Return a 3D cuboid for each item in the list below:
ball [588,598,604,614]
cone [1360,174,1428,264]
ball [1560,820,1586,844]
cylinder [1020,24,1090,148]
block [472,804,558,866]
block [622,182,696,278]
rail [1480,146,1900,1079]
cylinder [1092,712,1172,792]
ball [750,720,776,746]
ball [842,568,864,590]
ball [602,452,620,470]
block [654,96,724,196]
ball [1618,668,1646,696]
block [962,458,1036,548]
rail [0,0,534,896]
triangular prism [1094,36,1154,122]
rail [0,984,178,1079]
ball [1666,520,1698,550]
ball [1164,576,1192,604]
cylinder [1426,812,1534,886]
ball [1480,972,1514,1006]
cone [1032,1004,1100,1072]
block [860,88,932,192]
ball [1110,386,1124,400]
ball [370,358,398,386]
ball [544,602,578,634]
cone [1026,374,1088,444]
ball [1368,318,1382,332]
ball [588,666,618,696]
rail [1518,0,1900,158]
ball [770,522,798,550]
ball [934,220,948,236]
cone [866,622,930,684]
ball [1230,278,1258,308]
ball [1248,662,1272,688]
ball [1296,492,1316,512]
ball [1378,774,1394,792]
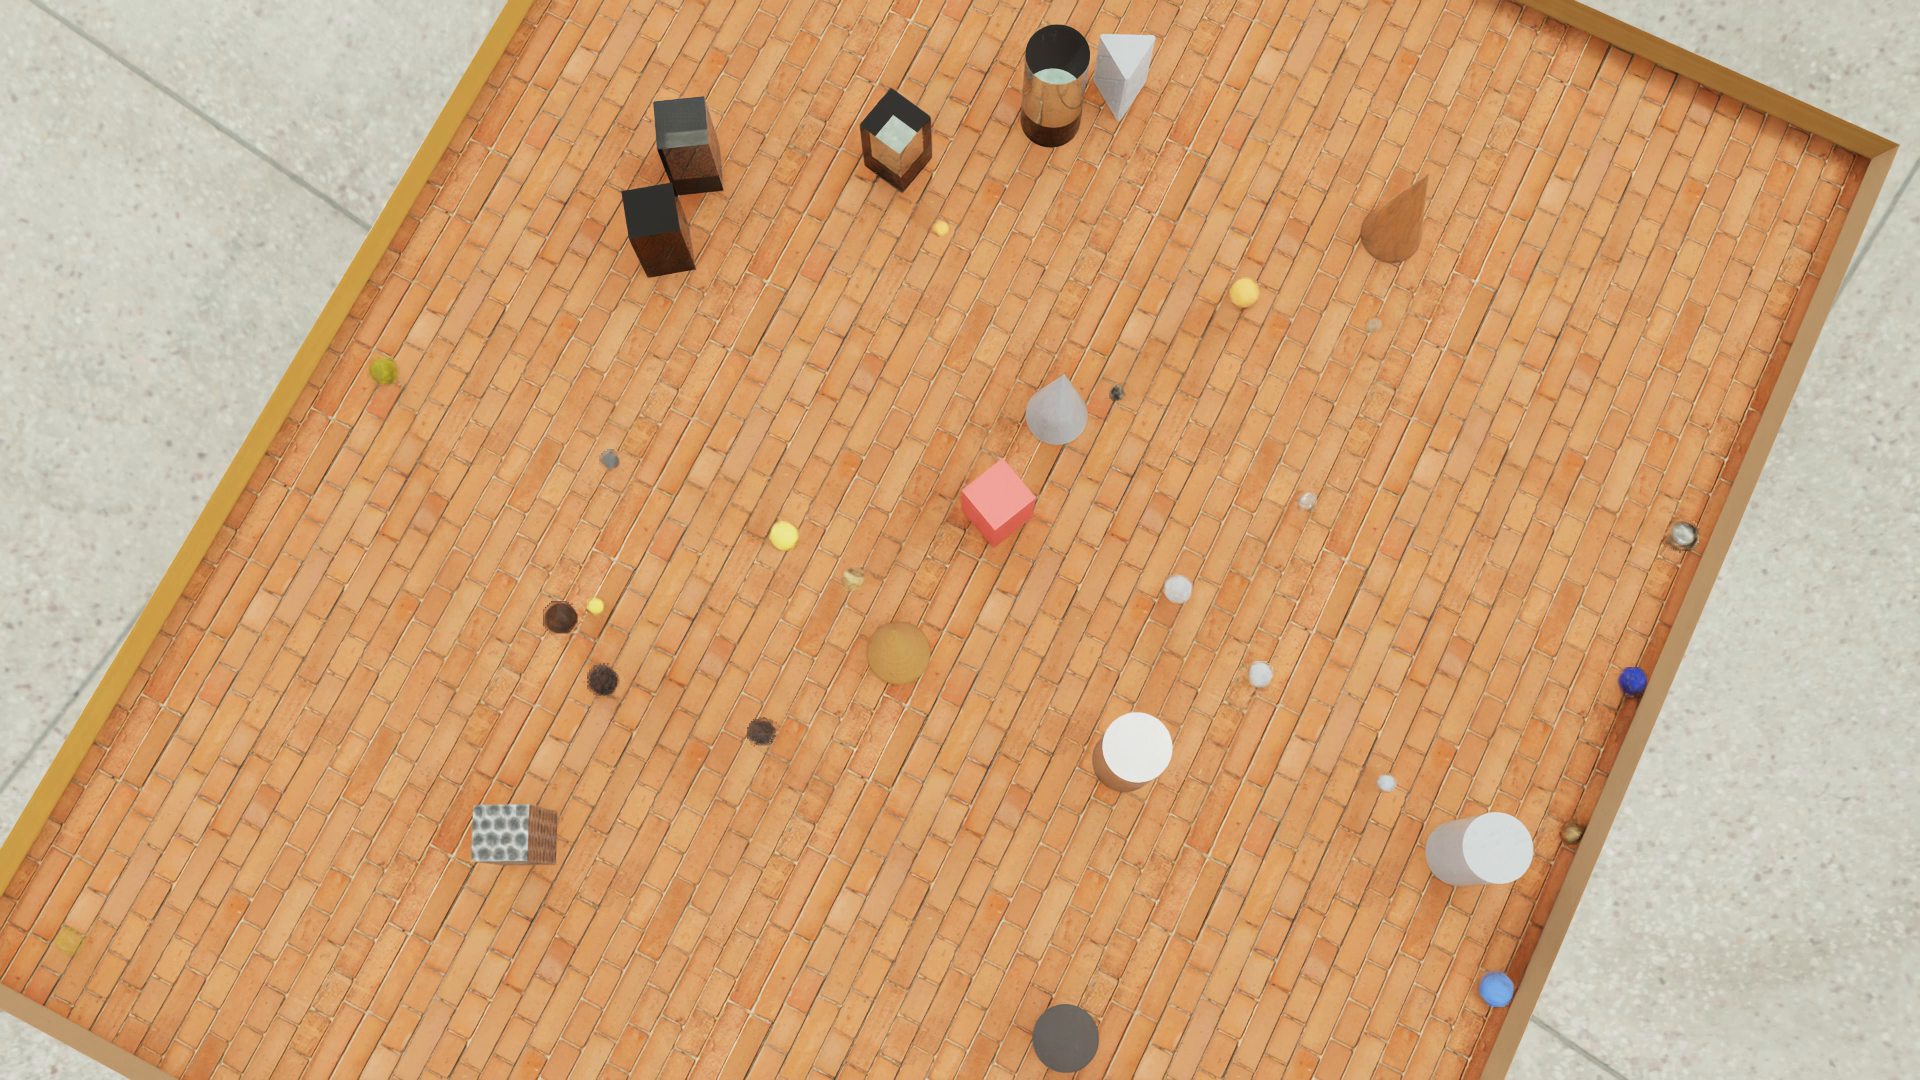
[{"bbox_3d":[-1.102,0.202,5.550,0.048,0.048,0.048,0,78,0],"label":"ball"},{"bbox_3d":[1.368,-1.019,5.581,0.194,0.483,0.194,0,78,0],"label":"cone"},{"bbox_3d":[1.807,0.860,5.403,0.069,0.069,0.069,0,78,0],"label":"ball"},{"bbox_3d":[0.291,-1.399,5.674,0.194,0.455,0.194,0,78,0],"label":"cylinder"},{"bbox_3d":[-1.273,0.848,5.254,0.155,0.366,0.155,-1,78,0],"label":"block"},{"bbox_3d":[-0.925,-0.950,5.641,0.155,0.337,0.155,-11,79,-2],"label":"block"},{"bbox_3d":[1.834,0.904,5.364,0.045,0.126,4.890,26,80,5],"label":"rail"},{"bbox_3d":[0.492,0.616,5.279,0.194,0.411,0.194,0,78,0],"label":"cylinder"},{"bbox_3d":[-0.587,0.575,5.458,0.077,0.077,0.077,0,78,0],"label":"ball"},{"bbox_3d":[-0.323,0.117,5.557,0.069,0.069,0.069,0,78,0],"label":"ball"},{"bbox_3d":[-1.075,-0.245,5.640,0.052,0.052,0.052,0,78,0],"label":"ball"},{"bbox_3d":[-0.840,-1.218,5.685,0.155,0.359,0.155,-6,78,-1],"label":"block"},{"bbox_3d":[2.014,0.426,5.487,0.081,0.081,0.081,0,78,0],"label":"ball"},{"bbox_3d":[0.114,-0.108,5.507,0.155,0.258,0.155,-38,81,-7],"label":"block"},{"bbox_3d":[-1.834,-0.891,5.736,0.045,0.126,4.890,26,80,5],"label":"rail"},{"bbox_3d":[0.493,-1.484,5.771,0.145,0.298,0.168,31,80,6],"label":"triangular prism"},{"bbox_3d":[-1.083,2.128,5.111,4.148,0.126,0.045,26,80,5],"label":"rail"},{"bbox_3d":[2.197,-0.013,5.574,0.090,0.090,0.090,0,78,0],"label":"ball"},{"bbox_3d":[0.659,0.151,5.542,0.085,0.085,0.085,0,78,0],"label":"ball"},{"bbox_3d":[1.474,0.885,5.223,0.194,0.411,0.194,0,78,0],"label":"cylinder"},{"bbox_3d":[1.552,1.296,5.299,0.097,0.097,0.097,0,78,0],"label":"ball"},{"bbox_3d":[0.307,1.399,5.090,0.194,0.464,0.194,0,78,0],"label":"cone"},{"bbox_3d":[-0.197,-1.243,5.717,0.155,0.307,0.155,37,81,7],"label":"block"},{"bbox_3d":[0.490,-0.457,5.689,0.043,0.043,0.043,0,78,0],"label":"ball"},{"bbox_3d":[-1.786,-0.520,5.681,0.085,0.085,0.085,0,78,0],"label":"ball"},{"bbox_3d":[-1.201,0.236,5.519,0.096,0.096,0.096,0,78,0],"label":"ball"},{"bbox_3d":[0.301,-0.434,5.483,0.194,0.437,0.194,0,78,0],"label":"cone"},{"bbox_3d":[1.298,-0.673,5.734,0.043,0.043,0.043,0,78,0],"label":"ball"},{"bbox_3d":[-1.066,0.421,5.484,0.088,0.088,0.088,0,78,0],"label":"ball"},{"bbox_3d":[1.083,-2.114,5.989,4.148,0.126,0.045,26,80,5],"label":"rail"},{"bbox_3d":[-0.536,-0.013,5.576,0.084,0.084,0.084,0,78,0],"label":"ball"},{"bbox_3d":[-0.060,-0.987,5.798,0.046,0.046,0.046,0,78,0],"label":"ball"},{"bbox_3d":[-0.185,0.295,5.323,0.194,0.456,0.194,0,78,0],"label":"cone"},{"bbox_3d":[0.888,-0.772,5.731,0.090,0.090,0.090,0,78,0],"label":"ball"},{"bbox_3d":[0.900,0.406,5.495,0.074,0.074,0.074,0,78,0],"label":"ball"},{"bbox_3d":[1.059,-0.114,5.610,0.060,0.060,0.060,0,78,0],"label":"ball"},{"bbox_3d":[1.265,0.721,5.442,0.050,0.050,0.050,0,78,0],"label":"ball"}]
